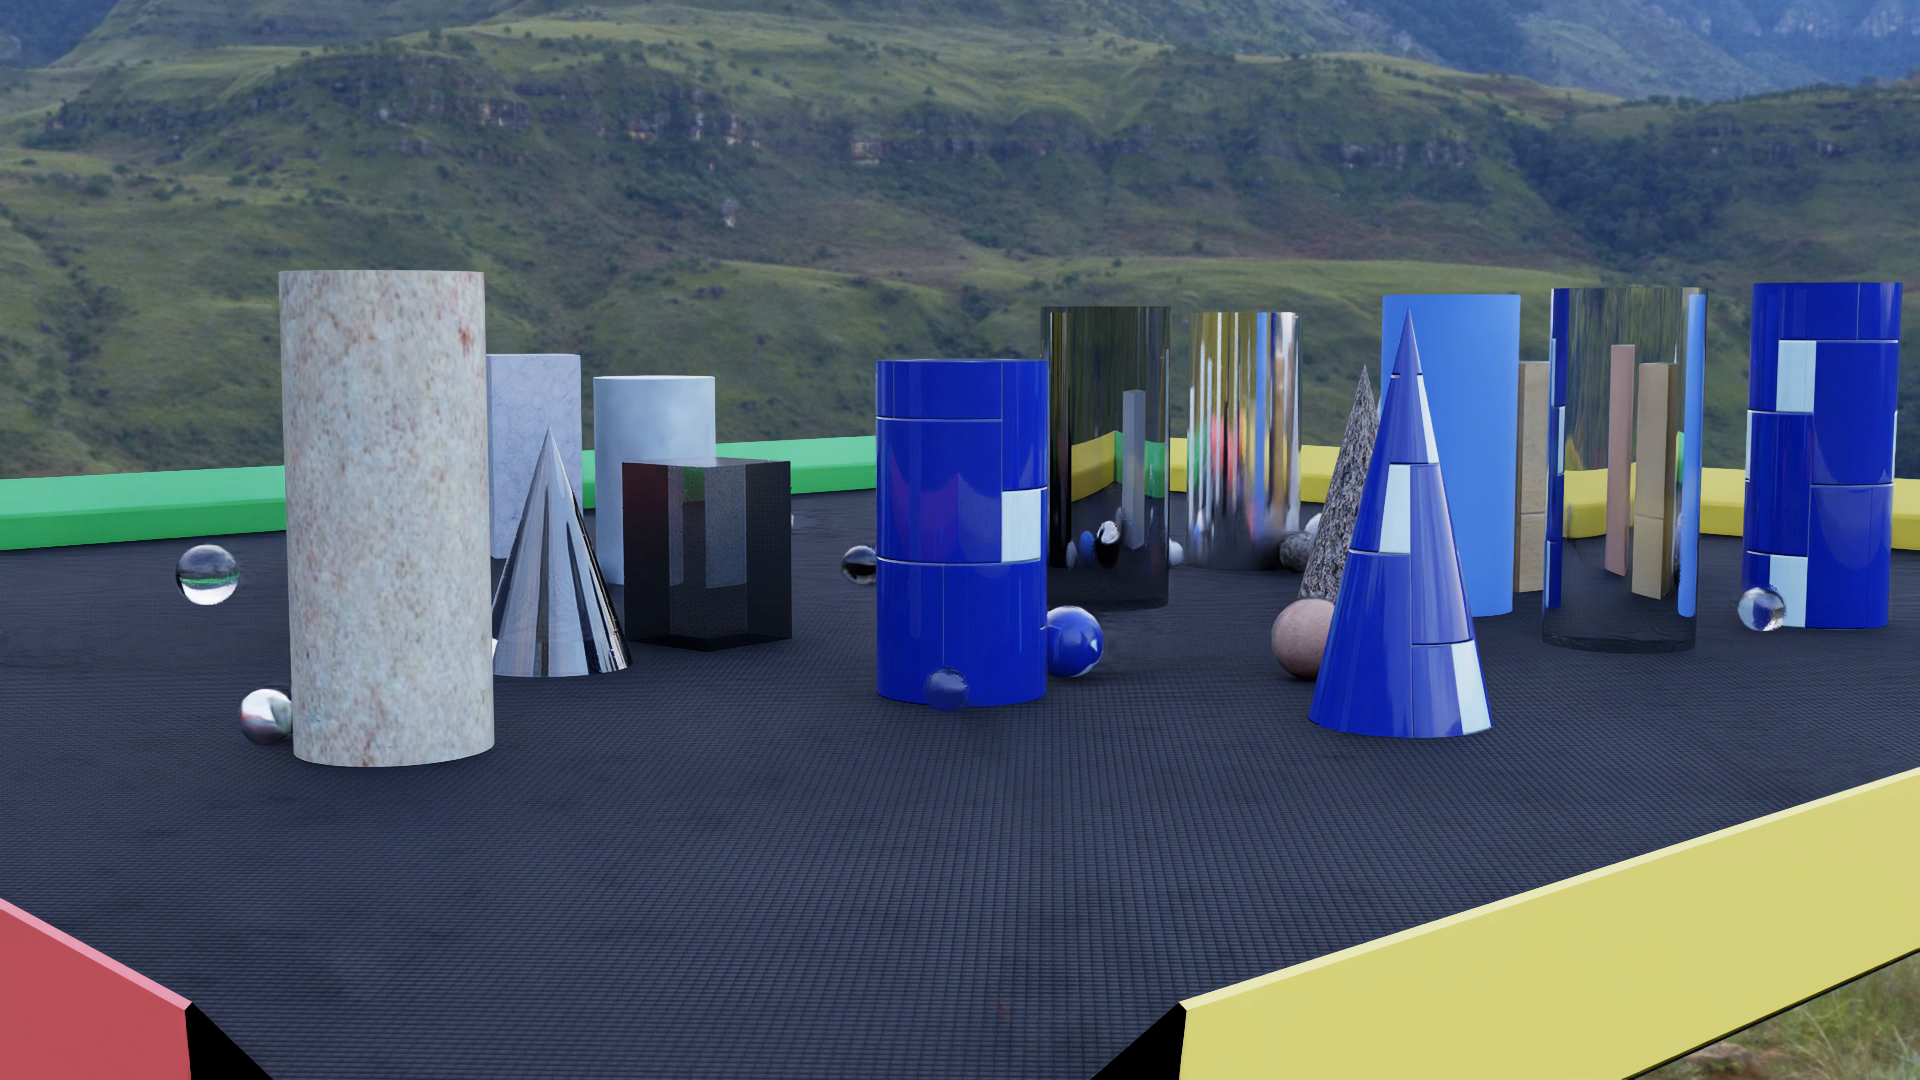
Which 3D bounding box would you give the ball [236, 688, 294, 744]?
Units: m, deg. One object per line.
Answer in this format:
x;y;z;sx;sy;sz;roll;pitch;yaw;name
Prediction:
-0.715;0.182;2.264;0.058;0.058;0.058;0;6;0;ball

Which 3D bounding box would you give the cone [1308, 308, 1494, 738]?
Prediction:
0.481;-0.027;2.379;0.200;0.451;0.200;0;6;0;cone

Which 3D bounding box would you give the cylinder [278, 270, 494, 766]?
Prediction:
-0.579;-0.028;2.230;0.200;0.483;0.200;0;6;0;cylinder

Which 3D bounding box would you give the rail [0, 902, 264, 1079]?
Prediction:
-1.338;0.162;2.104;0.045;0.130;3.576;-5;8;-42;rail

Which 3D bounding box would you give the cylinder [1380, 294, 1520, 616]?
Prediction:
0.729;-0.131;3.287;0.200;0.468;0.200;0;6;0;cylinder

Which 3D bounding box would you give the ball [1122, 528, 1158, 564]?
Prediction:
0.317;0.011;3.876;0.065;0.065;0.065;0;6;0;ball

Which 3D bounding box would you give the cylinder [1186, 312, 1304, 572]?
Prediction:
0.498;-0.177;3.855;0.200;0.442;0.200;0;6;0;cylinder

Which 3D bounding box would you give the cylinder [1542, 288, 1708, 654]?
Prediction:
0.887;-0.098;2.941;0.200;0.475;0.200;0;6;0;cylinder

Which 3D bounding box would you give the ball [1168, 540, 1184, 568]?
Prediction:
0.365;0.025;3.816;0.049;0.049;0.049;0;6;0;ball

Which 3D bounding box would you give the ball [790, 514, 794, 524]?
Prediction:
-0.359;-0.040;4.465;0.043;0.043;0.043;0;6;0;ball

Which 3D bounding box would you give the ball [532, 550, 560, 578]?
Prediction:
-0.693;0.040;3.684;0.046;0.046;0.046;0;6;0;ball

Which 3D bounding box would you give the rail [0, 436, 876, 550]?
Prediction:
-1.197;-0.100;4.622;3.689;0.130;0.045;-5;8;-42;rail

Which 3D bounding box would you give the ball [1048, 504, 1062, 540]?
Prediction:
0.161;-0.035;4.269;0.074;0.074;0.074;0;6;0;ball

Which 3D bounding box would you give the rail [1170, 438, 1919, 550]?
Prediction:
1.338;-0.094;4.560;0.045;0.130;3.576;-5;8;-42;rail

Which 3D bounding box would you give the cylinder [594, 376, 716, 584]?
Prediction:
-0.507;-0.103;3.666;0.200;0.335;0.200;0;6;0;cylinder

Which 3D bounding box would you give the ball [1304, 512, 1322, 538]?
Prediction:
0.649;-0.002;3.834;0.100;0.100;0.100;0;6;0;ball

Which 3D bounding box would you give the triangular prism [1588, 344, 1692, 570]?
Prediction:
1.158;-0.150;3.865;0.173;0.386;0.150;-2;6;-22;triangular prism

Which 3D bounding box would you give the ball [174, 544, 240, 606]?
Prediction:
-1.144;0.053;3.341;0.093;0.093;0.093;0;6;0;ball

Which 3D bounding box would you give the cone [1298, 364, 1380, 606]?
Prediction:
0.512;-0.036;2.804;0.200;0.380;0.200;0;6;0;cone

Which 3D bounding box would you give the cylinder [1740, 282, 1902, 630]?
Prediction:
1.235;-0.125;3.159;0.200;0.484;0.200;0;6;0;cylinder

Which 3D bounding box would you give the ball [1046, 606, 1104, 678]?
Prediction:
0.132;0.124;2.678;0.088;0.088;0.088;0;6;0;ball

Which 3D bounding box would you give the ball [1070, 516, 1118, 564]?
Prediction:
0.236;0.001;3.872;0.085;0.085;0.085;0;6;0;ball

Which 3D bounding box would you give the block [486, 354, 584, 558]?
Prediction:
-0.791;-0.158;4.054;0.160;0.365;0.160;-2;6;-20;block

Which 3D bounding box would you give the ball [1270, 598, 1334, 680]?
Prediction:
0.426;0.120;2.665;0.098;0.098;0.098;0;6;0;ball

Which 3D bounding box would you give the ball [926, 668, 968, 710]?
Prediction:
-0.014;0.167;2.457;0.048;0.048;0.048;0;6;0;ball

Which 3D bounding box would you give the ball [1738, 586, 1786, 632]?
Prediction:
1.118;0.096;3.066;0.063;0.063;0.063;0;6;0;ball

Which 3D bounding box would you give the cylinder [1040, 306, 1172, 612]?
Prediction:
0.219;-0.128;3.346;0.200;0.451;0.200;0;6;0;cylinder

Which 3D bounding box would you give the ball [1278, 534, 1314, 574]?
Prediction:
0.578;0.023;3.745;0.069;0.069;0.069;0;6;0;ball

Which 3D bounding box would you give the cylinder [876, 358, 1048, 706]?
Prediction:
0.002;-0.015;2.562;0.200;0.388;0.200;0;6;0;cylinder

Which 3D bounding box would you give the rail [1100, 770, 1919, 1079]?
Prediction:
1.197;0.168;2.042;3.689;0.130;0.045;-5;8;-42;rail

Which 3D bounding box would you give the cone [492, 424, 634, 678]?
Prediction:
-0.514;0.006;2.768;0.200;0.305;0.200;0;6;0;cone

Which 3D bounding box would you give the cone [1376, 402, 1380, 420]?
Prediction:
0.771;-0.160;3.903;0.200;0.398;0.200;0;6;0;cone

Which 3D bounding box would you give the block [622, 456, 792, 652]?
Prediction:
-0.342;0.015;2.979;0.160;0.242;0.160;5;8;39;block

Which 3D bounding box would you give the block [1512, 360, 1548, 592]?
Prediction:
0.910;-0.108;3.586;0.160;0.362;0.160;-4;7;-34;block

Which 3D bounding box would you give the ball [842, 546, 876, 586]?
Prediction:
-0.161;0.041;3.583;0.065;0.065;0.065;0;6;0;ball
